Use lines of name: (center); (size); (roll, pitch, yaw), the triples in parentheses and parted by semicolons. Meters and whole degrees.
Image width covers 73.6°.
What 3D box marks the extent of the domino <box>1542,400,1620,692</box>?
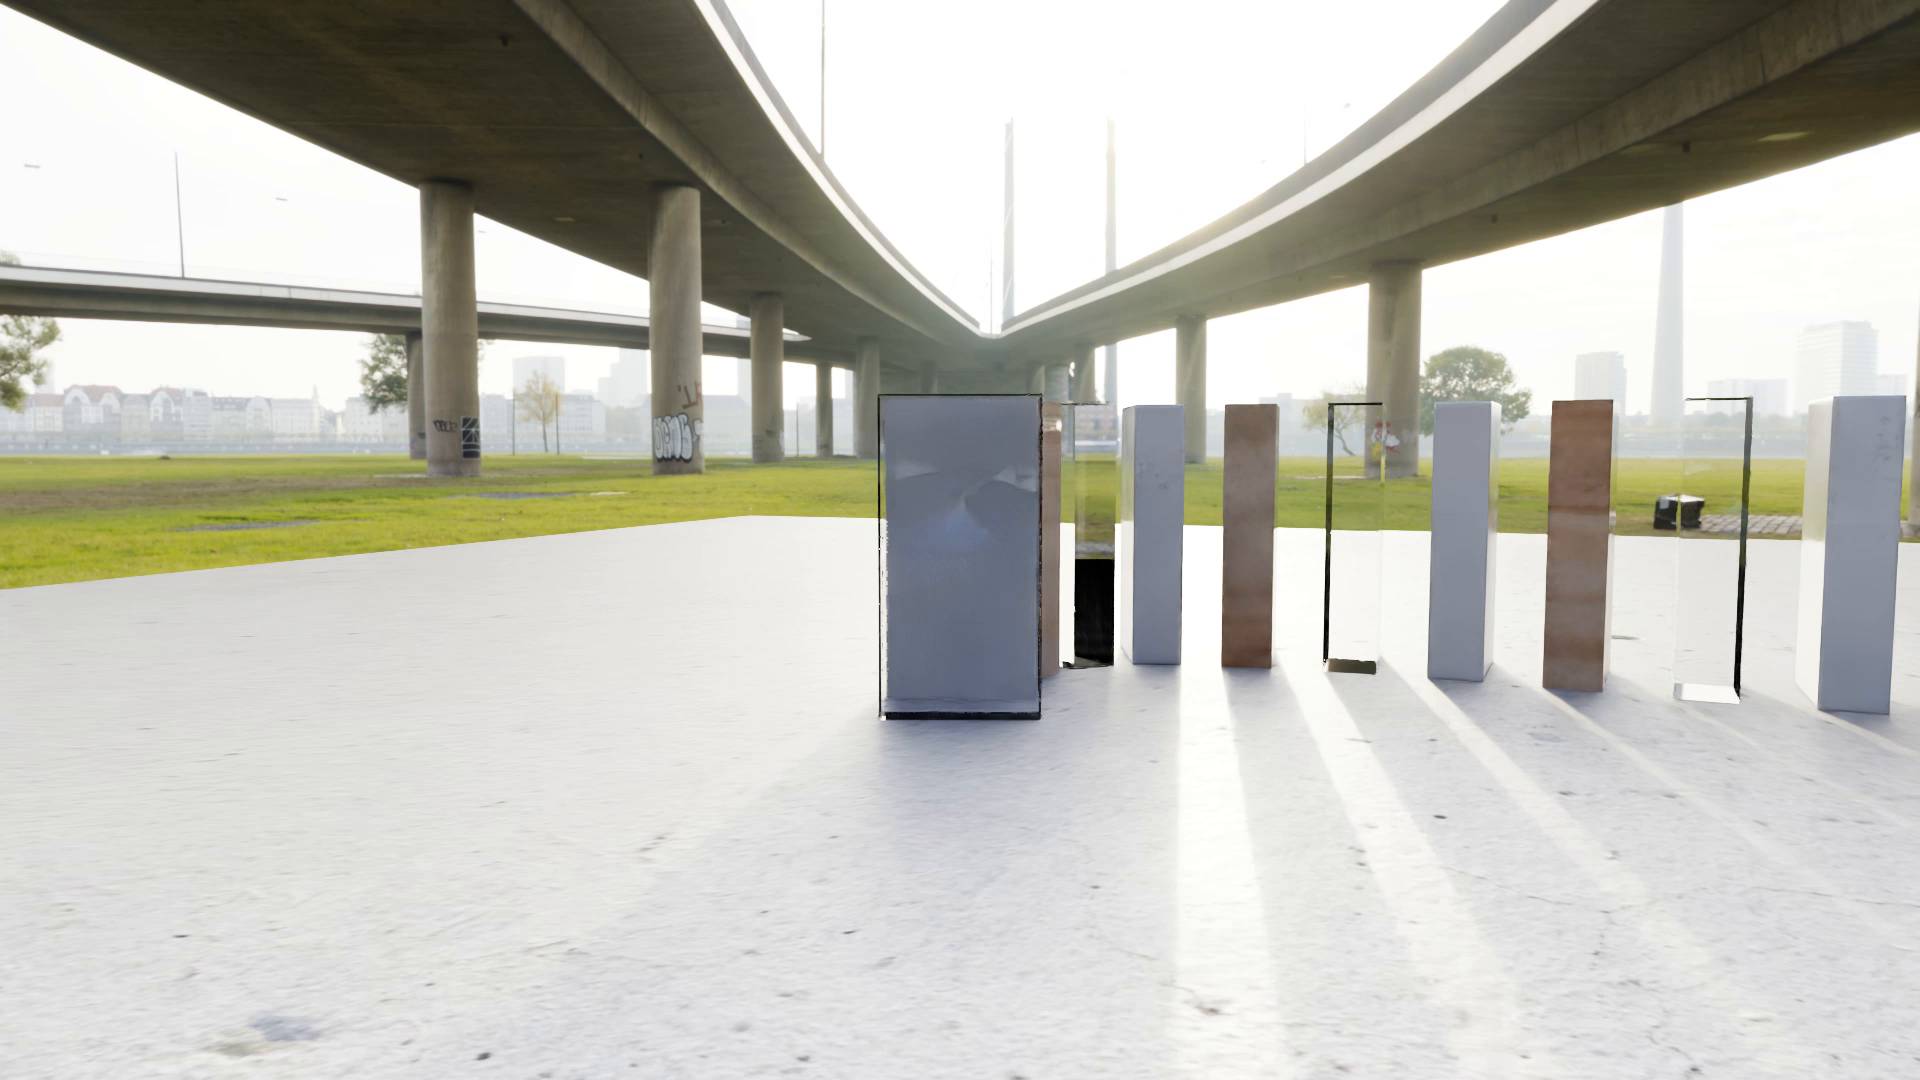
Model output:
domino: (0.112, 0.000, 0.231); (0.009, 0.050, 0.025); (2, 5, 29)

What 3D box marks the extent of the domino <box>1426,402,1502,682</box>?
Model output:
domino: (0.095, 0.000, 0.241); (0.009, 0.050, 0.025); (2, 5, 26)

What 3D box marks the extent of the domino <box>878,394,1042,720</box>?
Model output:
domino: (0.000, 0.002, 0.201); (0.025, 0.050, 0.009); (0, 4, 0)

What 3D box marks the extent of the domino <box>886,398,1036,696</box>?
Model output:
domino: (0.000, 0.001, 0.220); (0.025, 0.050, 0.009); (0, 4, 4)

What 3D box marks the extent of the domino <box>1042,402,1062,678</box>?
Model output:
domino: (0.005, 0.000, 0.239); (0.025, 0.050, 0.009); (3, 5, 31)

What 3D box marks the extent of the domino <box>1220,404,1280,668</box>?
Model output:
domino: (0.058, -0.002, 0.254); (0.010, 0.050, 0.025); (1, 4, 15)

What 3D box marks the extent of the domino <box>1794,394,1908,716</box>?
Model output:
domino: (0.147, 0.002, 0.213); (0.009, 0.050, 0.025); (2, 5, 26)

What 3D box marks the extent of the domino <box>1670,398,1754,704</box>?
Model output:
domino: (0.129, 0.001, 0.222); (0.009, 0.050, 0.025); (2, 5, 28)

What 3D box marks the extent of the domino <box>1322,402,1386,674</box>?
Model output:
domino: (0.077, -0.001, 0.248); (0.010, 0.050, 0.025); (2, 5, 20)

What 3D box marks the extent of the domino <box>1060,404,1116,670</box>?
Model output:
domino: (0.019, -0.001, 0.253); (0.009, 0.050, 0.025); (-2, 5, -29)

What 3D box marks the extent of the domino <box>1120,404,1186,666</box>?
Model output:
domino: (0.038, -0.002, 0.258); (0.009, 0.050, 0.025); (0, 4, 2)
